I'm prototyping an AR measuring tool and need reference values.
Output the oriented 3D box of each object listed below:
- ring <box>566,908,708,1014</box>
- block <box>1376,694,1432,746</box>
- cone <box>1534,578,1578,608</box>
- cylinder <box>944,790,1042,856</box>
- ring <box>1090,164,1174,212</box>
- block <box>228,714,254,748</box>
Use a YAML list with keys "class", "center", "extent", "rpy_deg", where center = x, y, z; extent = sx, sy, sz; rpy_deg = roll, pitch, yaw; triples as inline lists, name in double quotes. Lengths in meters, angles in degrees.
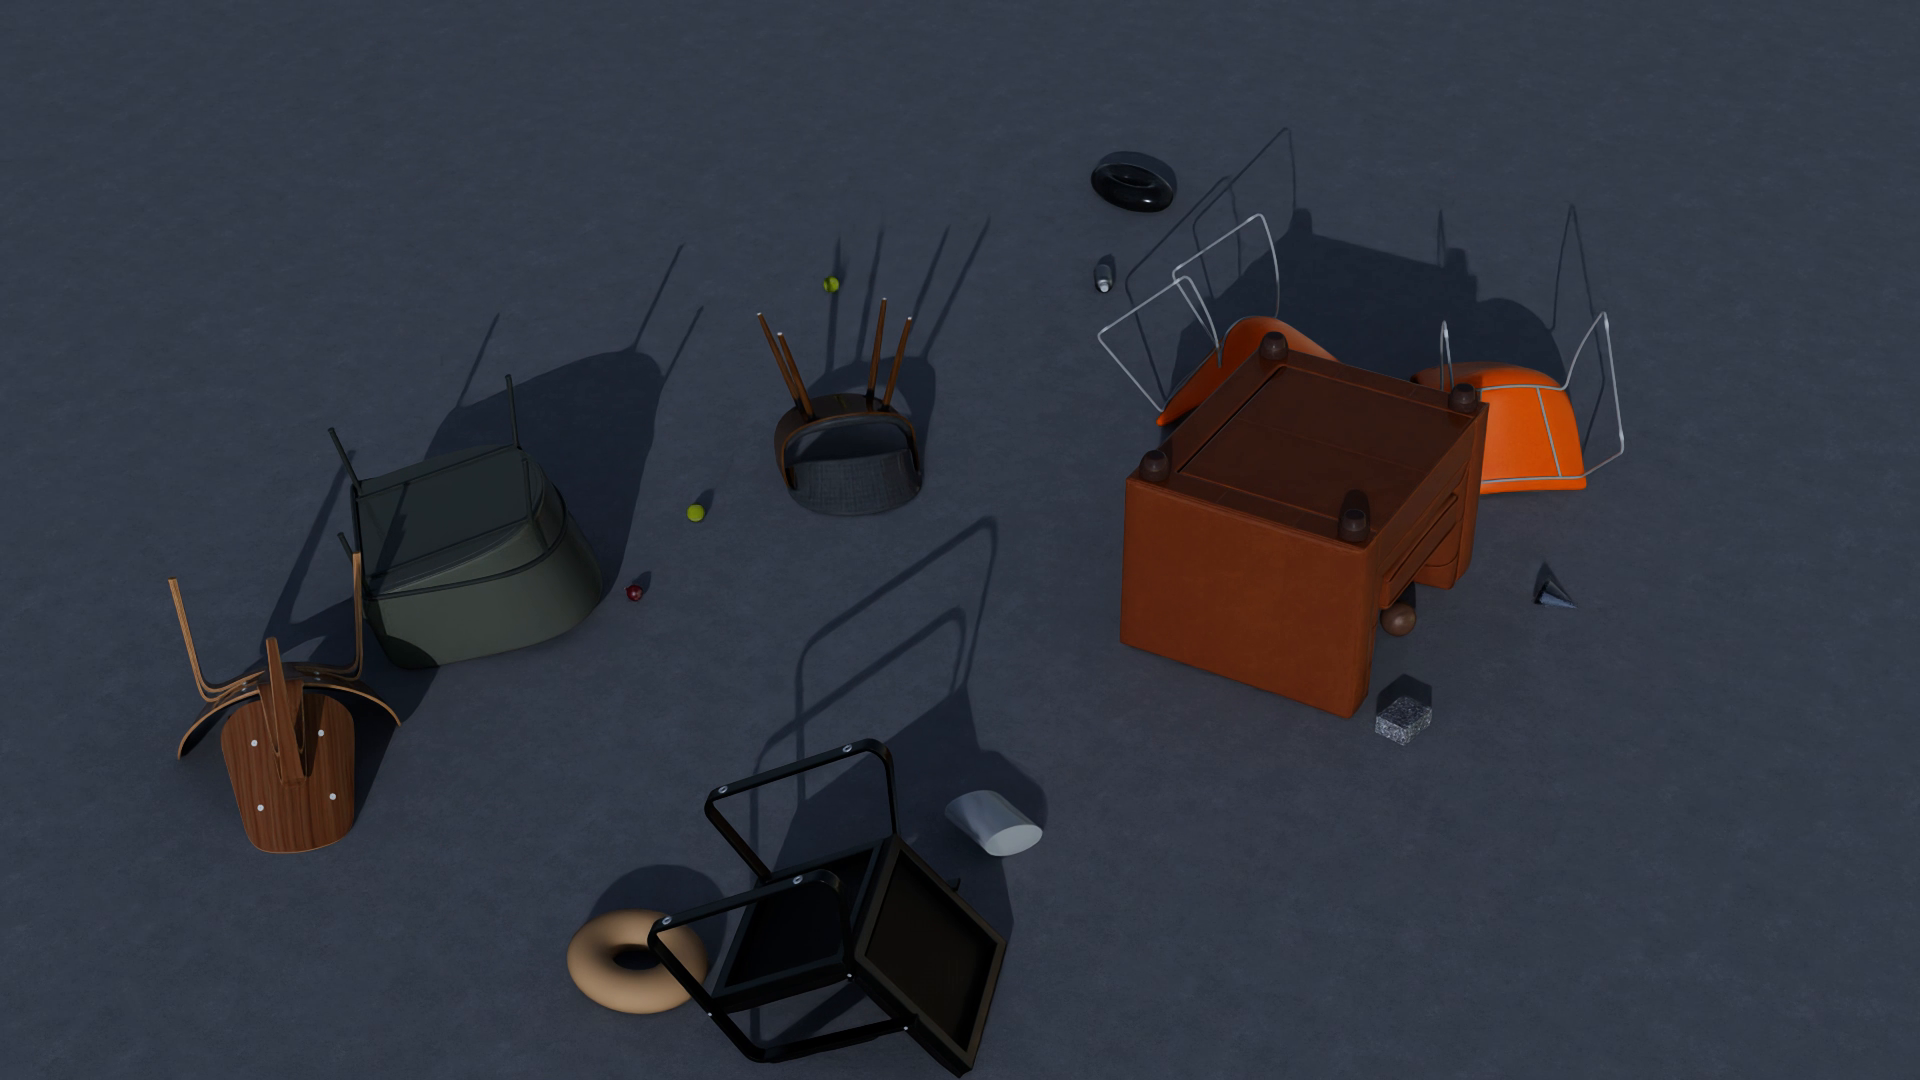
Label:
- class: "ring"
  center: [-0.979, 1.276, 8.902]
  extent: [0.465, 0.119, 0.403]
  rpy_deg: [28, 42, 36]
- class: "block"
  center: [1.507, 0.611, 9.954]
  extent: [0.119, 0.069, 0.160]
  rpy_deg: [26, 41, 34]
- class: "cone"
  center: [2.166, 0.214, 10.588]
  extent: [0.147, 0.071, 0.156]
  rpy_deg: [27, 38, 14]
- class: "cylinder"
  center: [0.107, 0.911, 9.447]
  extent: [0.239, 0.112, 0.220]
  rpy_deg: [-6, 30, -39]
- class: "ring"
  center: [0.777, -1.594, 13.260]
  extent: [0.279, 0.116, 0.448]
  rpy_deg: [-26, 40, -36]
- class: "block"
  center: [-2.429, 0.644, 9.907]
  extent: [0.075, 0.066, 0.095]
  rpy_deg: [-7, 34, -10]
